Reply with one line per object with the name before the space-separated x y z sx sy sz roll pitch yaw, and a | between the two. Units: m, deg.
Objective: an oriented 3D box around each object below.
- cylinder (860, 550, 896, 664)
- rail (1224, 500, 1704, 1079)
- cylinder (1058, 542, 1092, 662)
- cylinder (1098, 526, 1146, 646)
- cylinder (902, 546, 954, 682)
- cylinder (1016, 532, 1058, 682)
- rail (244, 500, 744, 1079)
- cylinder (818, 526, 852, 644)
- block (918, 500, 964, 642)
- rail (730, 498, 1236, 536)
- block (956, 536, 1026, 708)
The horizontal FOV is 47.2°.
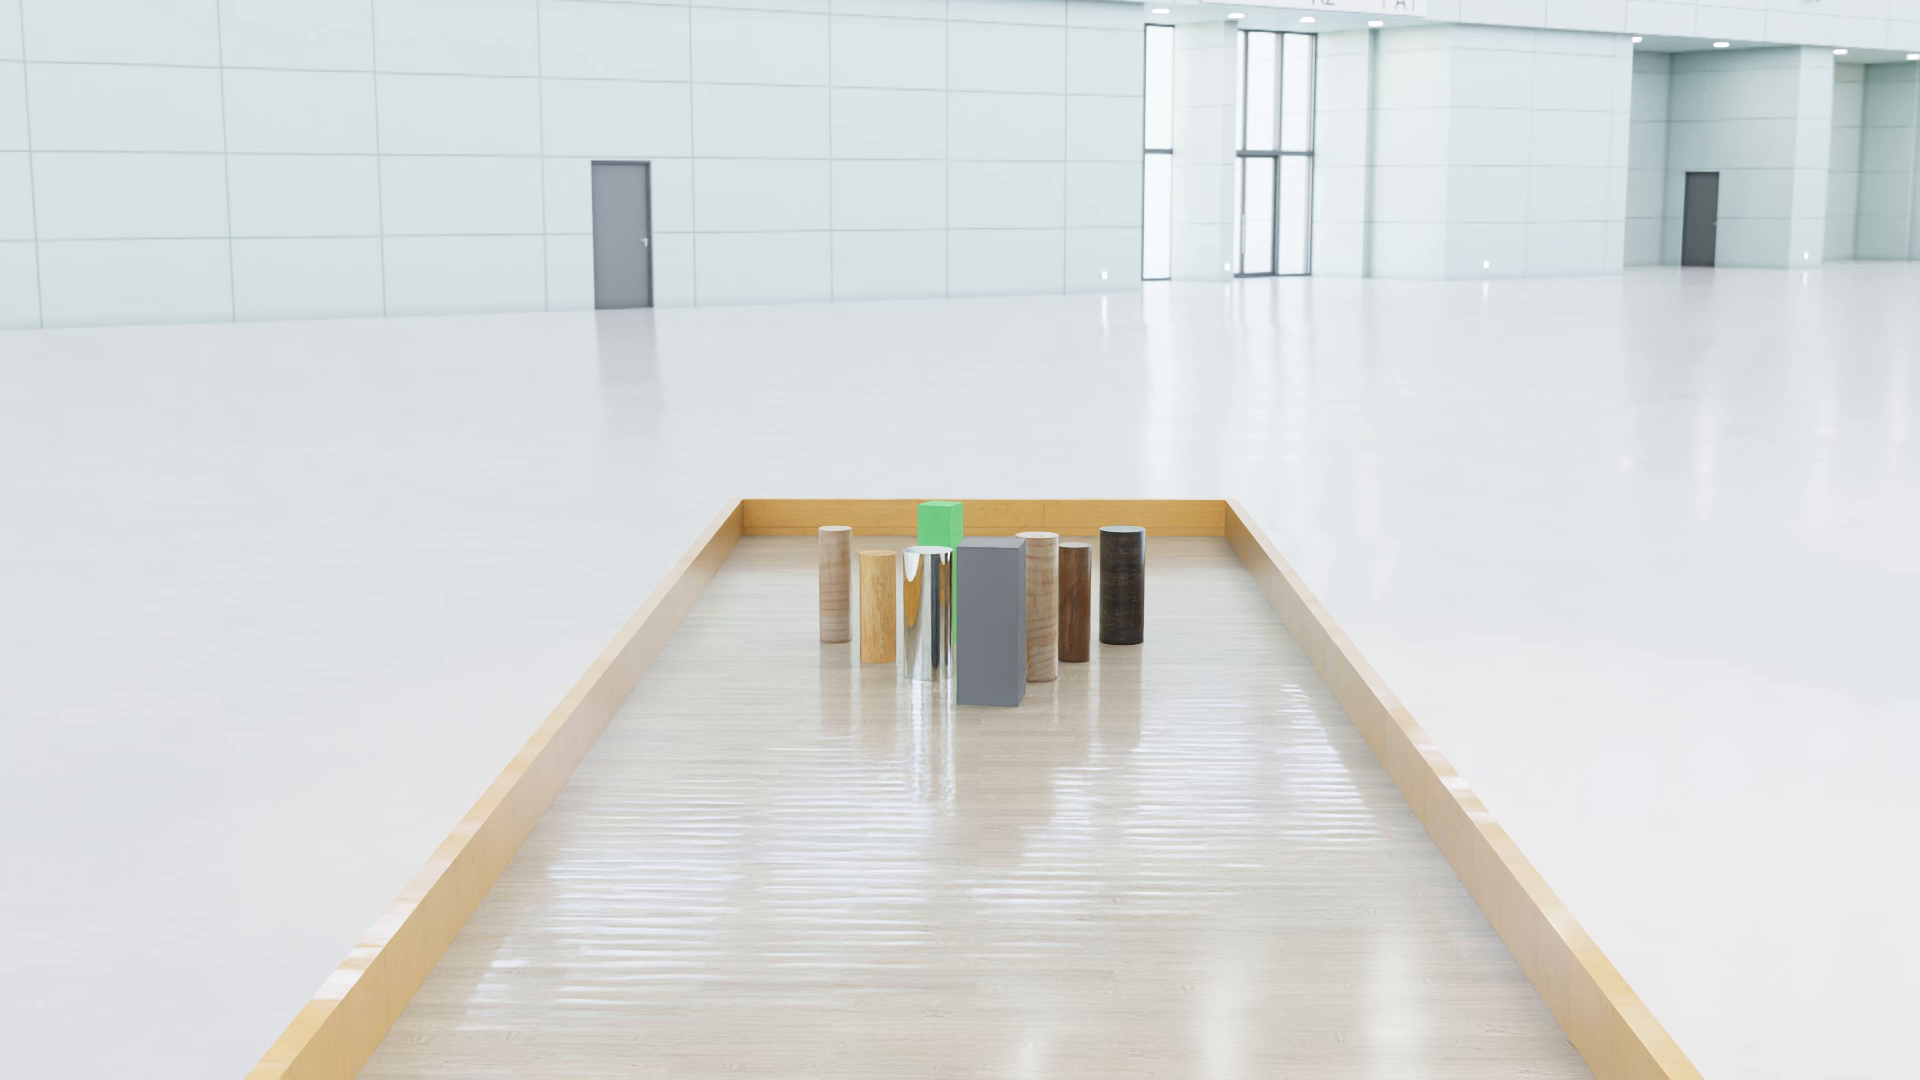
cylinder | -0.249 0.202 6.681 0.111 0.329 0.111 0 9 0
rail | 1.046 0.843 3.208 0.050 0.150 12.000 0 9 1
cylinder | 0.348 0.190 6.682 0.101 0.354 0.101 0 9 0
cylinder | 0.513 0.143 6.960 0.144 0.360 0.144 0 9 0
cylinder | -0.093 0.214 6.454 0.147 0.376 0.147 0 9 0
cylinder | 0.225 0.195 6.418 0.125 0.425 0.125 0 9 0
rail | -1.004 0.839 3.234 0.050 0.150 12.000 0 9 1
cylinder | -0.394 0.141 6.968 0.106 0.361 0.106 0 9 0
block | -0.061 0.103 6.956 0.109 0.440 0.109 4 10 22
rail | 0.099 -0.098 9.147 2.100 0.150 0.050 0 9 1
block | 0.088 0.227 6.152 0.173 0.446 0.173 1 9 8
